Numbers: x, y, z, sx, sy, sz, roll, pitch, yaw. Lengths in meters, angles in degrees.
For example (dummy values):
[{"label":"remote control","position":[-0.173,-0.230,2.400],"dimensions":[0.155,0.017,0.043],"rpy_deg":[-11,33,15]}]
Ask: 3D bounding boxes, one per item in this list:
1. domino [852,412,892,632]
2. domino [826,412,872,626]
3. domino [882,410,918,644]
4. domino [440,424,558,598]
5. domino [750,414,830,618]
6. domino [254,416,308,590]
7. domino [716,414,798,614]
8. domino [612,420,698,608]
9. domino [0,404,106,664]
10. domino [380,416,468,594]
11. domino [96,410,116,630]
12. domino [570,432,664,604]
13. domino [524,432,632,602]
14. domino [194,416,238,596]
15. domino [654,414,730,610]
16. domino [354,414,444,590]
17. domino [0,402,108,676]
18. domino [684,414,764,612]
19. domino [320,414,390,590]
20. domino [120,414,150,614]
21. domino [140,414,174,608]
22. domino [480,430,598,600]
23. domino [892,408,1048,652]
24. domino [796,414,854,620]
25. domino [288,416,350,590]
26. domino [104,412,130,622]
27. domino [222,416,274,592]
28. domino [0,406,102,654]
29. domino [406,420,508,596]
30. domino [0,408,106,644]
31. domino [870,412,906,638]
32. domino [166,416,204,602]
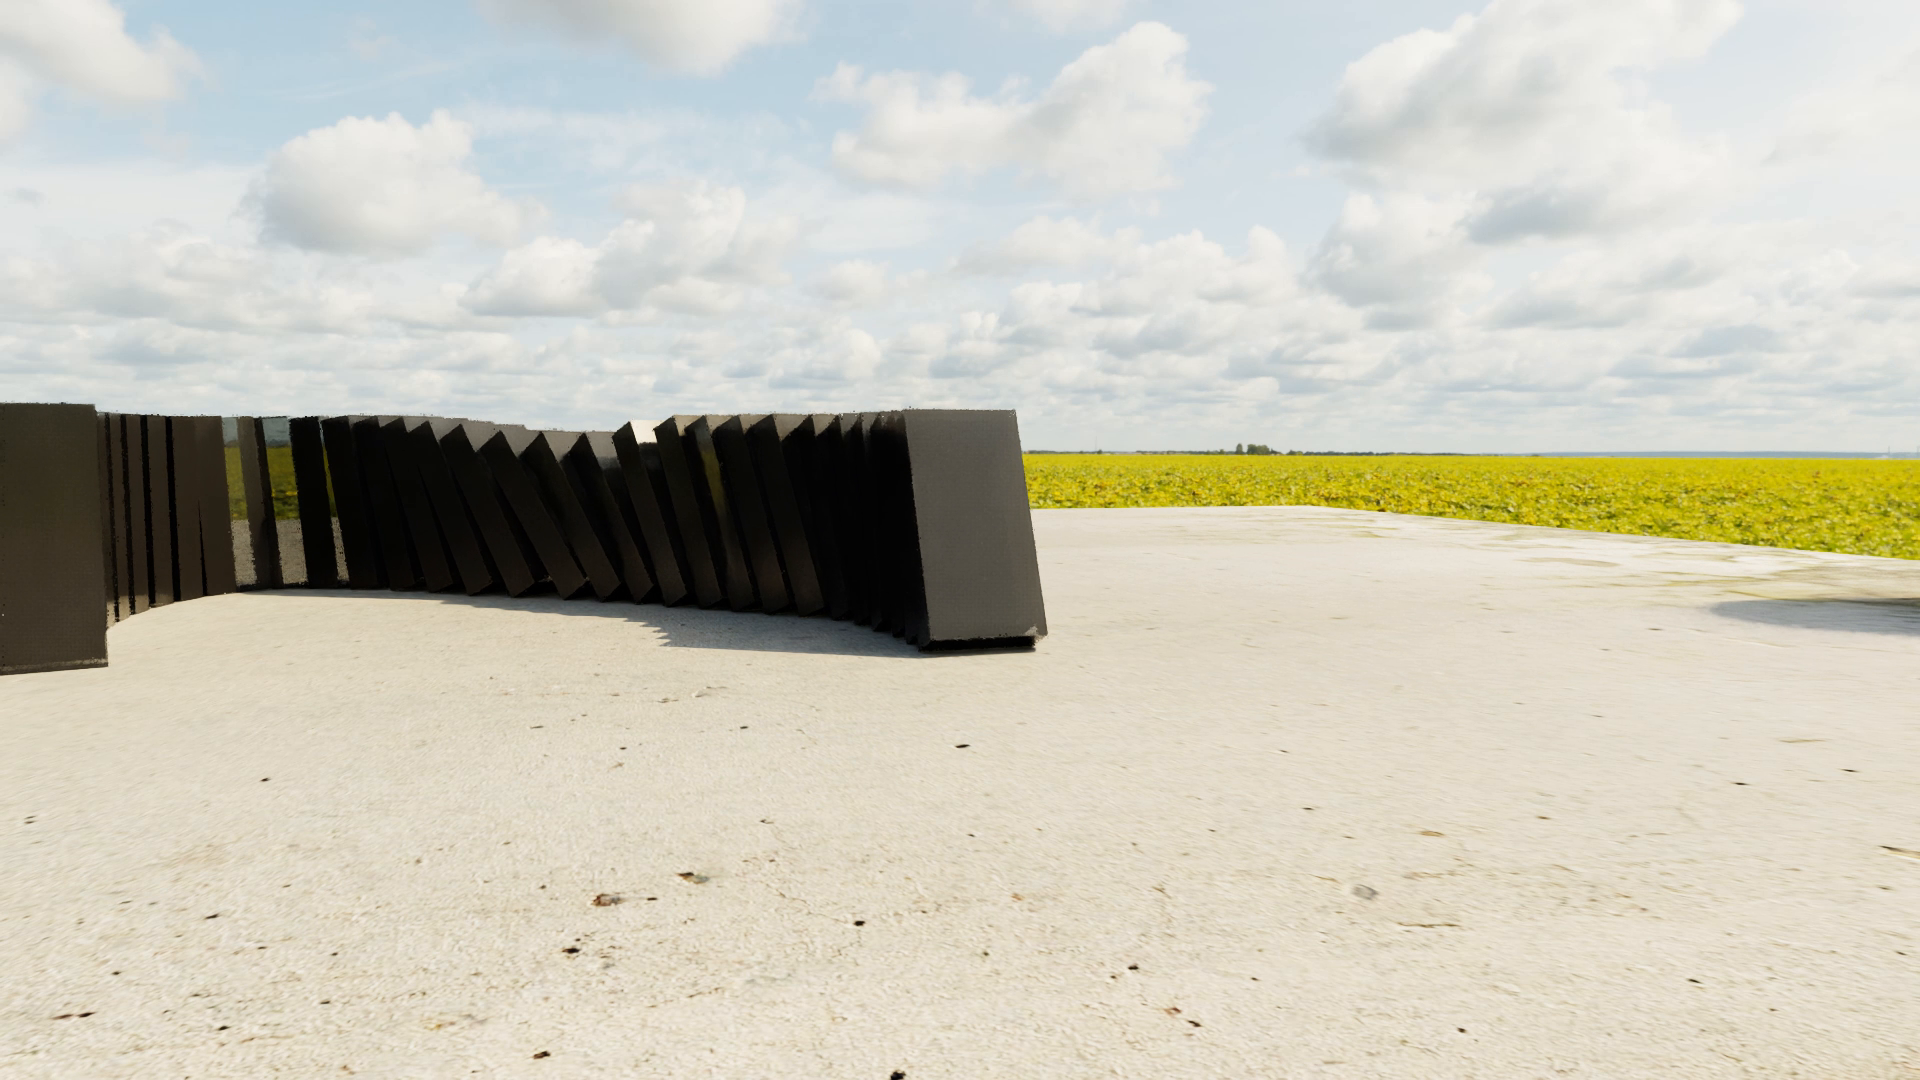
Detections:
[{"label":"domino","position":[-0.010,-0.005,0.298],"dimensions":[0.025,0.050,0.009],"rpy_deg":[-1,-18,-18]},{"label":"domino","position":[-0.015,-0.006,0.308],"dimensions":[0.025,0.050,0.010],"rpy_deg":[-2,-18,-25]},{"label":"domino","position":[-0.001,-0.003,0.279],"dimensions":[0.025,0.050,0.009],"rpy_deg":[-1,-18,-18]},{"label":"domino","position":[-0.126,-0.009,0.366],"dimensions":[0.010,0.050,0.025],"rpy_deg":[-30,-8,22]},{"label":"domino","position":[-0.035,-0.007,0.325],"dimensions":[0.010,0.050,0.025],"rpy_deg":[-24,-12,39]},{"label":"domino","position":[-0.202,-0.012,0.385],"dimensions":[0.009,0.050,0.025],"rpy_deg":[-6,6,-18]},{"label":"domino","position":[-0.044,-0.007,0.330],"dimensions":[0.010,0.050,0.025],"rpy_deg":[-24,-12,39]},{"label":"domino","position":[-0.074,-0.008,0.346],"dimensions":[0.009,0.050,0.025],"rpy_deg":[-31,-17,37]},{"label":"domino","position":[-0.184,-0.001,0.252],"dimensions":[0.025,0.050,0.010],"rpy_deg":[-3,5,-36]},{"label":"domino","position":[-0.150,-0.011,0.376],"dimensions":[0.009,0.050,0.025],"rpy_deg":[-20,-4,23]},{"label":"domino","position":[-0.208,-0.004,0.291],"dimensions":[0.025,0.050,0.010],"rpy_deg":[-2,5,-25]},{"label":"domino","position":[-0.086,-0.007,0.354],"dimensions":[0.025,0.050,0.010],"rpy_deg":[-5,-30,-50]},{"label":"domino","position":[-0.099,-0.007,0.358],"dimensions":[0.009,0.050,0.025],"rpy_deg":[-39,-16,28]},{"label":"domino","position":[-0.220,-0.010,0.363],"dimensions":[0.025,0.050,0.010],"rpy_deg":[2,8,20]},{"label":"domino","position":[-0.062,-0.008,0.340],"dimensions":[0.009,0.050,0.025],"rpy_deg":[-24,-12,39]},{"label":"domino","position":[-0.161,-0.011,0.381],"dimensions":[0.009,0.050,0.025],"rpy_deg":[-14,-1,23]},{"label":"domino","position":[-0.176,0.000,0.240],"dimensions":[0.025,0.050,0.009],"rpy_deg":[-3,5,-34]},{"label":"domino","position":[-0.053,-0.008,0.335],"dimensions":[0.010,0.050,0.025],"rpy_deg":[-24,-12,39]},{"label":"domino","position":[-0.174,-0.012,0.384],"dimensions":[0.010,0.050,0.025],"rpy_deg":[-9,2,15]},{"label":"domino","position":[-0.219,-0.006,0.319],"dimensions":[0.025,0.050,0.010],"rpy_deg":[-1,4,-15]},{"label":"domino","position":[-0.222,-0.008,0.334],"dimensions":[0.025,0.050,0.010],"rpy_deg":[-1,4,-7]},{"label":"domino","position":[-0.112,-0.008,0.363],"dimensions":[0.009,0.050,0.025],"rpy_deg":[-36,-11,22]},{"label":"domino","position":[0.002,-0.003,0.269],"dimensions":[0.025,0.050,0.010],"rpy_deg":[-1,-18,-18]},{"label":"domino","position":[-0.023,-0.006,0.318],"dimensions":[0.025,0.050,0.010],"rpy_deg":[-3,-17,-33]},{"label":"domino","position":[-0.187,-0.012,0.386],"dimensions":[0.010,0.050,0.025],"rpy_deg":[-4,4,8]},{"label":"domino","position":[-0.214,-0.005,0.305],"dimensions":[0.025,0.050,0.010],"rpy_deg":[-2,5,-20]},{"label":"domino","position":[-0.213,-0.011,0.376],"dimensions":[0.010,0.050,0.025],"rpy_deg":[-10,10,-44]},{"label":"domino","position":[-0.193,-0.002,0.265],"dimensions":[0.025,0.050,0.010],"rpy_deg":[-3,5,-34]},{"label":"domino","position":[-0.138,-0.010,0.370],"dimensions":[0.009,0.050,0.025],"rpy_deg":[-26,-6,23]},{"label":"domino","position":[-0.201,-0.003,0.277],"dimensions":[0.025,0.050,0.010],"rpy_deg":[-3,5,-31]},{"label":"domino","position":[-0.004,-0.004,0.289],"dimensions":[0.025,0.050,0.010],"rpy_deg":[-1,-18,-18]},{"label":"domino","position":[-0.222,-0.009,0.349],"dimensions":[0.025,0.050,0.010],"rpy_deg":[0,5,3]}]
